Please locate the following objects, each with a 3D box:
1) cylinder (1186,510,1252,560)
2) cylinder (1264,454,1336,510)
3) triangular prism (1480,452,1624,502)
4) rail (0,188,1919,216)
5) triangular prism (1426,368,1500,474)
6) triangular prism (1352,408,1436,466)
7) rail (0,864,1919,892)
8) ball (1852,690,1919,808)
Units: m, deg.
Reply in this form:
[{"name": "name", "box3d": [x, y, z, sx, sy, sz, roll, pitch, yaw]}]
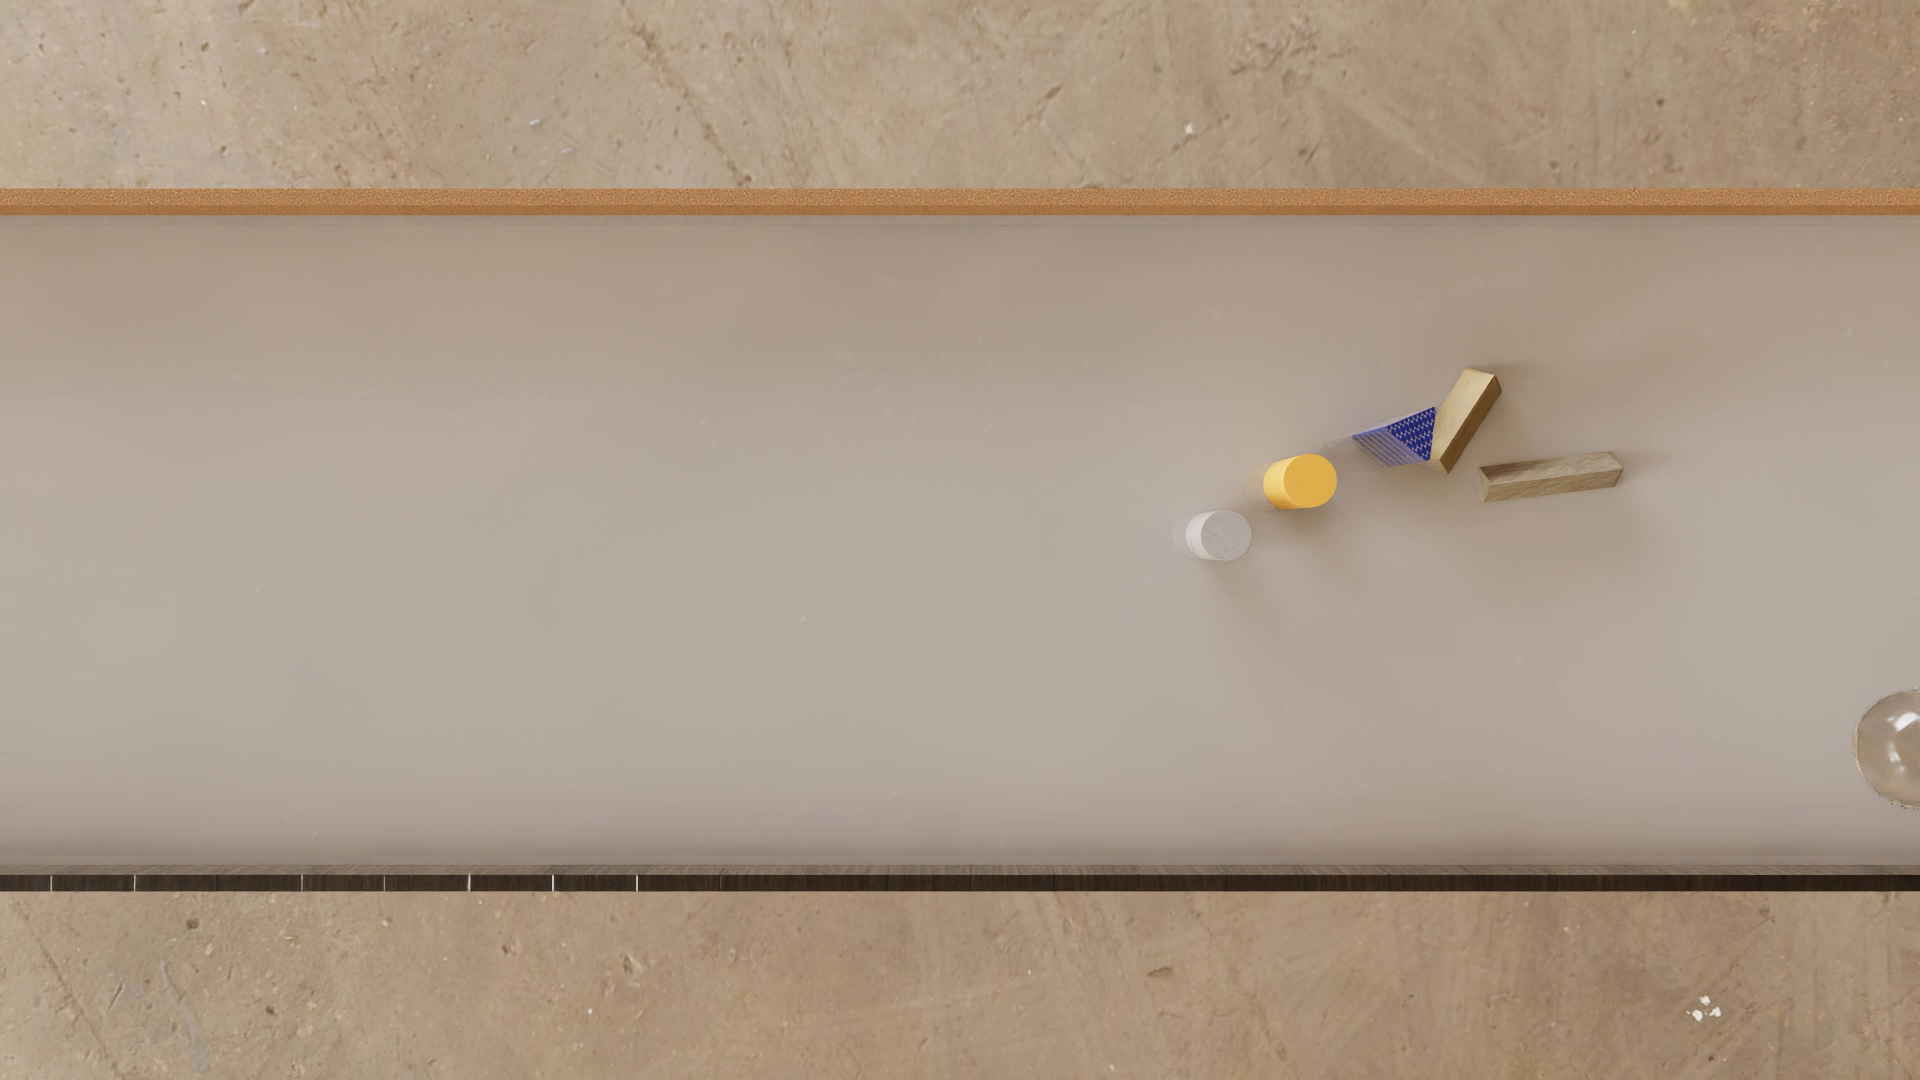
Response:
[{"name": "cylinder", "box3d": [0.769, -0.013, 4.921, 0.148, 0.311, 0.148, 0, 90, 0]}, {"name": "cylinder", "box3d": [1.011, -0.172, 4.919, 0.155, 0.316, 0.155, 0, 90, 0]}, {"name": "triangular prism", "box3d": [1.805, -0.193, 5.027, 0.406, 0.093, 0.108, -7, 90, 0]}, {"name": "rail", "box3d": [-2.247, -1.025, 5.002, 12.000, 0.150, 0.050, 0, 90, 0]}, {"name": "triangular prism", "box3d": [1.528, -0.366, 5.018, 0.128, 0.111, 0.306, 33, 90, 0]}, {"name": "triangular prism", "box3d": [1.306, -0.323, 4.874, 0.152, 0.406, 0.131, 38, 90, 0]}, {"name": "rail", "box3d": [-2.247, 1.025, 5.001, 12.000, 0.150, 0.050, 0, 90, 0]}, {"name": "ball", "box3d": [2.852, 0.621, 4.900, 0.352, 0.352, 0.352, 0, 90, 0]}]
